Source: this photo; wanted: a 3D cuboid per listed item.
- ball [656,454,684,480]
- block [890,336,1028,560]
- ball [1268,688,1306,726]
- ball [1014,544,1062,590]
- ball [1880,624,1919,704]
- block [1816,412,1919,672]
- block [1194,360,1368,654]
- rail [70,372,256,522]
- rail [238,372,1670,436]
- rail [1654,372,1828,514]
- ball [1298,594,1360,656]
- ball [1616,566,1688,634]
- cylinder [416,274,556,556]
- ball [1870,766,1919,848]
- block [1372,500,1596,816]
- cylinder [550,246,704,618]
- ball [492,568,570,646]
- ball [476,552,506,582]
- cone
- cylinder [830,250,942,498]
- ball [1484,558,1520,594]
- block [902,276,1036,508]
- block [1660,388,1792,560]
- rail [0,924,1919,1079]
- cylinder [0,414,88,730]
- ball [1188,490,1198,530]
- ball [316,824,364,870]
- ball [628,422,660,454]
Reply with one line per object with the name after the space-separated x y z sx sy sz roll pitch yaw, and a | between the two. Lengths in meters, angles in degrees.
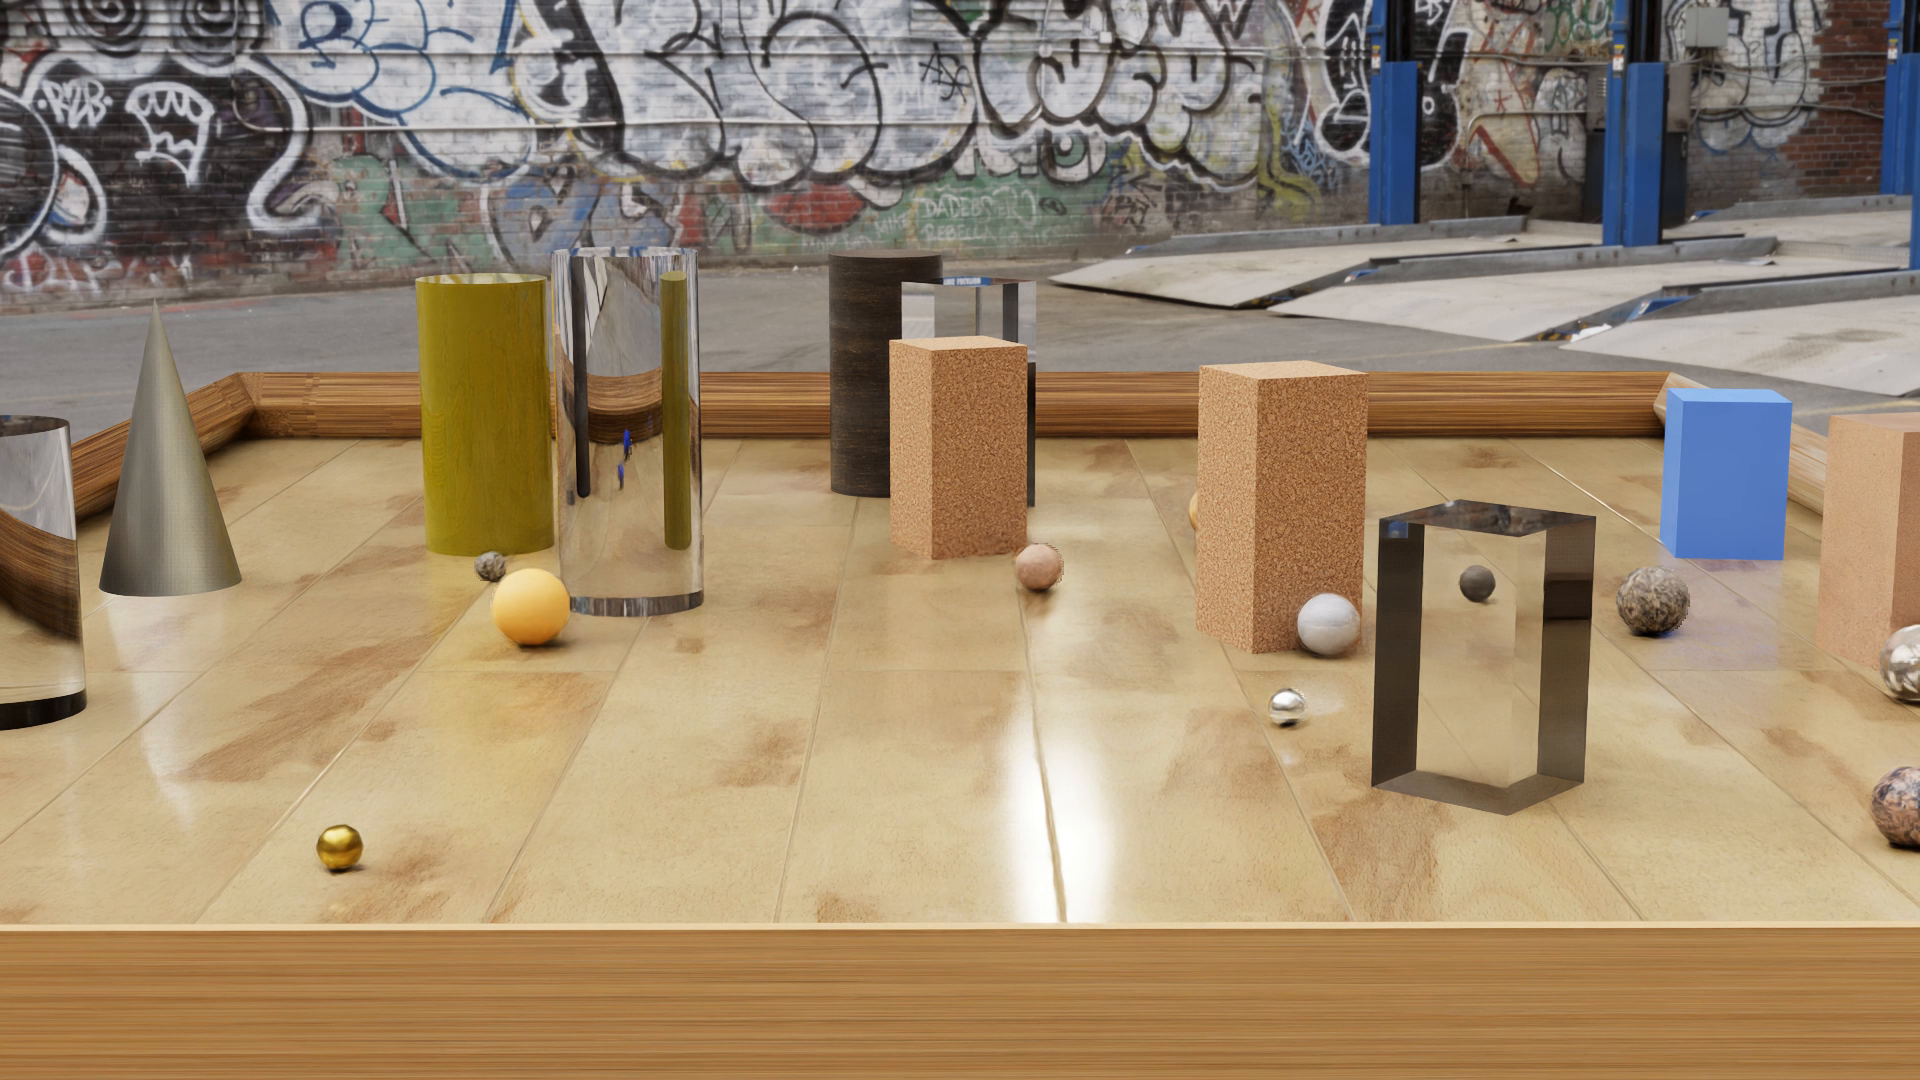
-0.514 -0.129 4.545 0.048 0.048 0.048 0 11 0 | ball
-0.003 -0.143 3.891 0.157 0.313 0.157 -5 12 -24 | block
0.364 0.187 2.859 0.042 0.042 0.042 0 11 0 | ball
0.109 0.038 3.592 0.066 0.066 0.066 0 11 0 | ball
1.108 0.143 2.958 0.091 0.091 0.091 0 11 0 | ball
1.178 0.000 3.168 0.157 0.295 0.157 -3 11 -14 | block
0.409 -0.046 3.278 0.157 0.346 0.157 -4 11 -22 | block
-1.393 0.034 3.441 0.045 0.127 3.310 0 11 0 | rail
-0.009 -0.265 5.053 2.833 0.127 0.045 0 11 0 | rail
1.393 0.031 3.457 0.045 0.127 3.310 0 11 0 | rail
0.459 0.105 3.197 0.078 0.078 0.078 0 11 0 | ball
0.895 0.078 3.318 0.088 0.088 0.088 0 11 0 | ball
-0.721 -0.193 3.902 0.196 0.408 0.196 0 11 0 | cylinder
0.898 0.251 2.417 0.076 0.076 0.076 0 11 0 | ball
0.530 0.114 2.601 0.157 0.278 0.157 9 14 40 | block
-0.449 -0.150 3.476 0.196 0.479 0.196 0 11 0 | cylinder
-0.543 0.085 3.254 0.098 0.098 0.098 0 11 0 | ball
-0.668 0.038 3.657 0.043 0.043 0.043 0 11 0 | ball
-1.123 -0.139 3.614 0.196 0.407 0.196 0 11 0 | cone
-0.127 -0.290 4.424 0.196 0.408 0.196 0 11 0 | cylinder
0.755 0.050 3.575 0.049 0.049 0.049 0 11 0 | ball
0.015 -0.239 4.234 0.157 0.376 0.157 9 14 39 | block
1.156 -0.102 3.880 0.157 0.236 0.157 1 11 7 | block
0.009 0.330 1.845 2.833 0.127 0.045 0 11 0 | rail
-1.099 0.034 2.899 0.196 0.327 0.196 0 11 0 | cylinder
0.398 -0.044 3.969 0.090 0.090 0.090 0 11 0 | ball
-0.567 0.281 2.347 0.042 0.042 0.042 0 11 0 | ball
-0.597 -0.193 4.852 0.061 0.061 0.061 0 11 0 | ball
